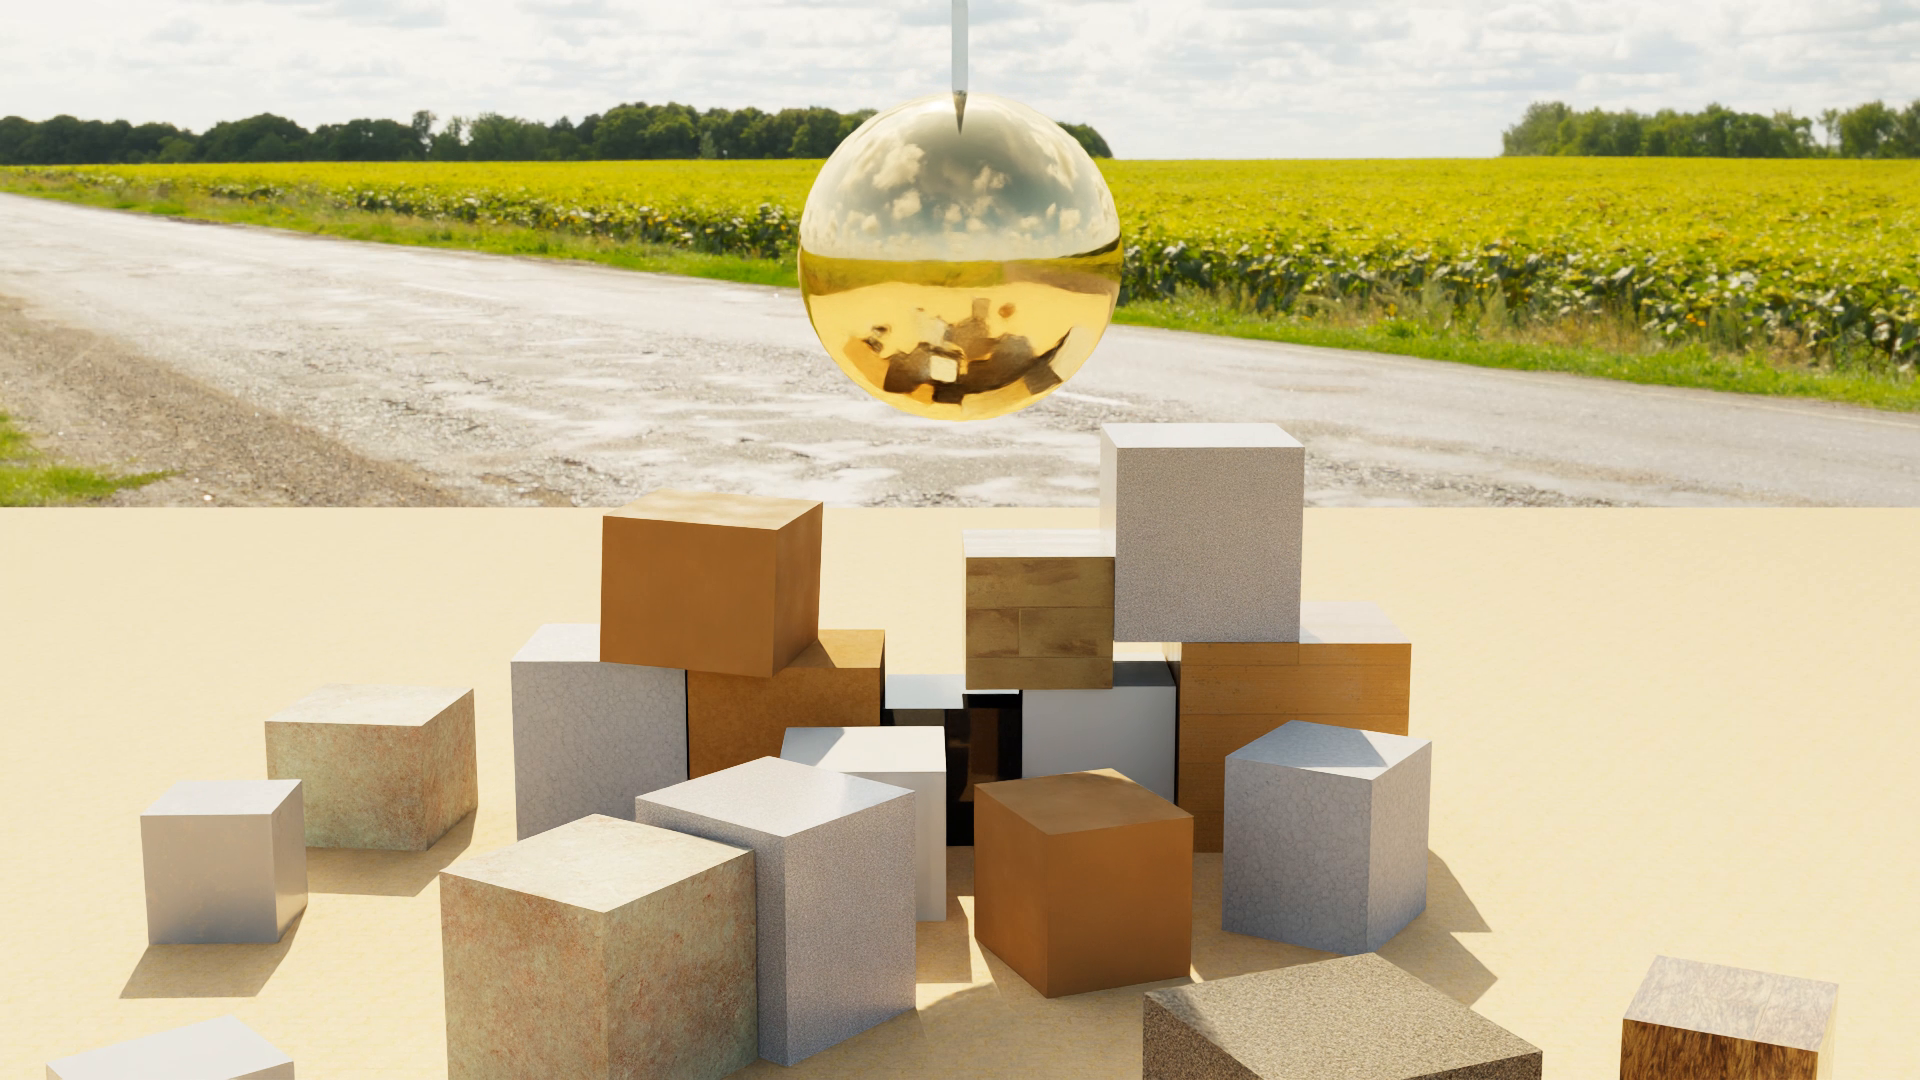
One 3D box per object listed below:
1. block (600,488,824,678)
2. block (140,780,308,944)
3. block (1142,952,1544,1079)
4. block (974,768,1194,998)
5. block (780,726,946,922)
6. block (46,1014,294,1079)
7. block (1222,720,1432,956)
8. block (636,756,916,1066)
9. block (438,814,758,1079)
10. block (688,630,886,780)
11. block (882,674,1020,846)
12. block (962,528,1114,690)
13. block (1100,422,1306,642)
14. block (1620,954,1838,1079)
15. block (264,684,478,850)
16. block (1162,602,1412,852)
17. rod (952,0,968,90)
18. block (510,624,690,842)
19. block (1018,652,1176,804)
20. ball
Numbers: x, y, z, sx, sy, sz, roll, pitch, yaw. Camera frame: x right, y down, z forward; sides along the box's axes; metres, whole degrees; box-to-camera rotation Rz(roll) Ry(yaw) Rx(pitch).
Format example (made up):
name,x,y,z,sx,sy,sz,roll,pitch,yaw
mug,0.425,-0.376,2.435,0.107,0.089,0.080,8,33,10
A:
name,x,y,z,sx,sy,sz,roll,pitch,yaw
block,-1.235,0.197,11.063,0.873,0.726,0.909,5,10,10
block,-3.314,1.448,9.942,0.567,0.594,0.527,0,10,-2
block,1.156,1.889,6.819,0.865,0.843,0.879,-5,11,-24
block,0.522,1.467,9.527,0.672,0.706,0.779,-4,11,-22
block,-0.451,1.321,10.323,0.761,0.708,0.768,0,10,-1
block,-2.582,1.969,7.232,0.624,0.539,0.512,-9,13,-40
block,1.665,1.335,9.962,0.689,0.809,0.742,6,12,31
block,-0.738,1.471,8.902,0.815,0.920,0.768,8,13,38
block,-1.352,1.615,8.317,0.816,0.847,0.839,7,12,33
block,-0.872,1.015,11.359,0.948,0.940,0.863,0,10,0
block,-0.043,1.127,11.372,0.690,0.714,0.713,0,10,0
block,0.383,0.340,11.216,0.729,0.669,0.790,0,10,-1
block,1.204,-0.055,11.175,0.913,0.967,0.911,0,10,-1
block,2.605,1.871,7.468,0.607,0.647,0.645,5,12,26
block,-3.026,1.161,11.376,0.813,0.646,0.780,1,10,7
block,1.650,0.945,11.375,1.131,1.071,0.994,0,10,0
rod,0.000,-4.741,10.240,0.080,5.200,0.080,0,9,0
block,-1.788,0.999,11.361,0.861,0.970,0.859,0,10,0
block,0.694,1.070,11.379,0.763,0.824,0.732,0,10,0
ball,0.000,-1.379,10.748,1.600,1.600,1.600,0,10,0
